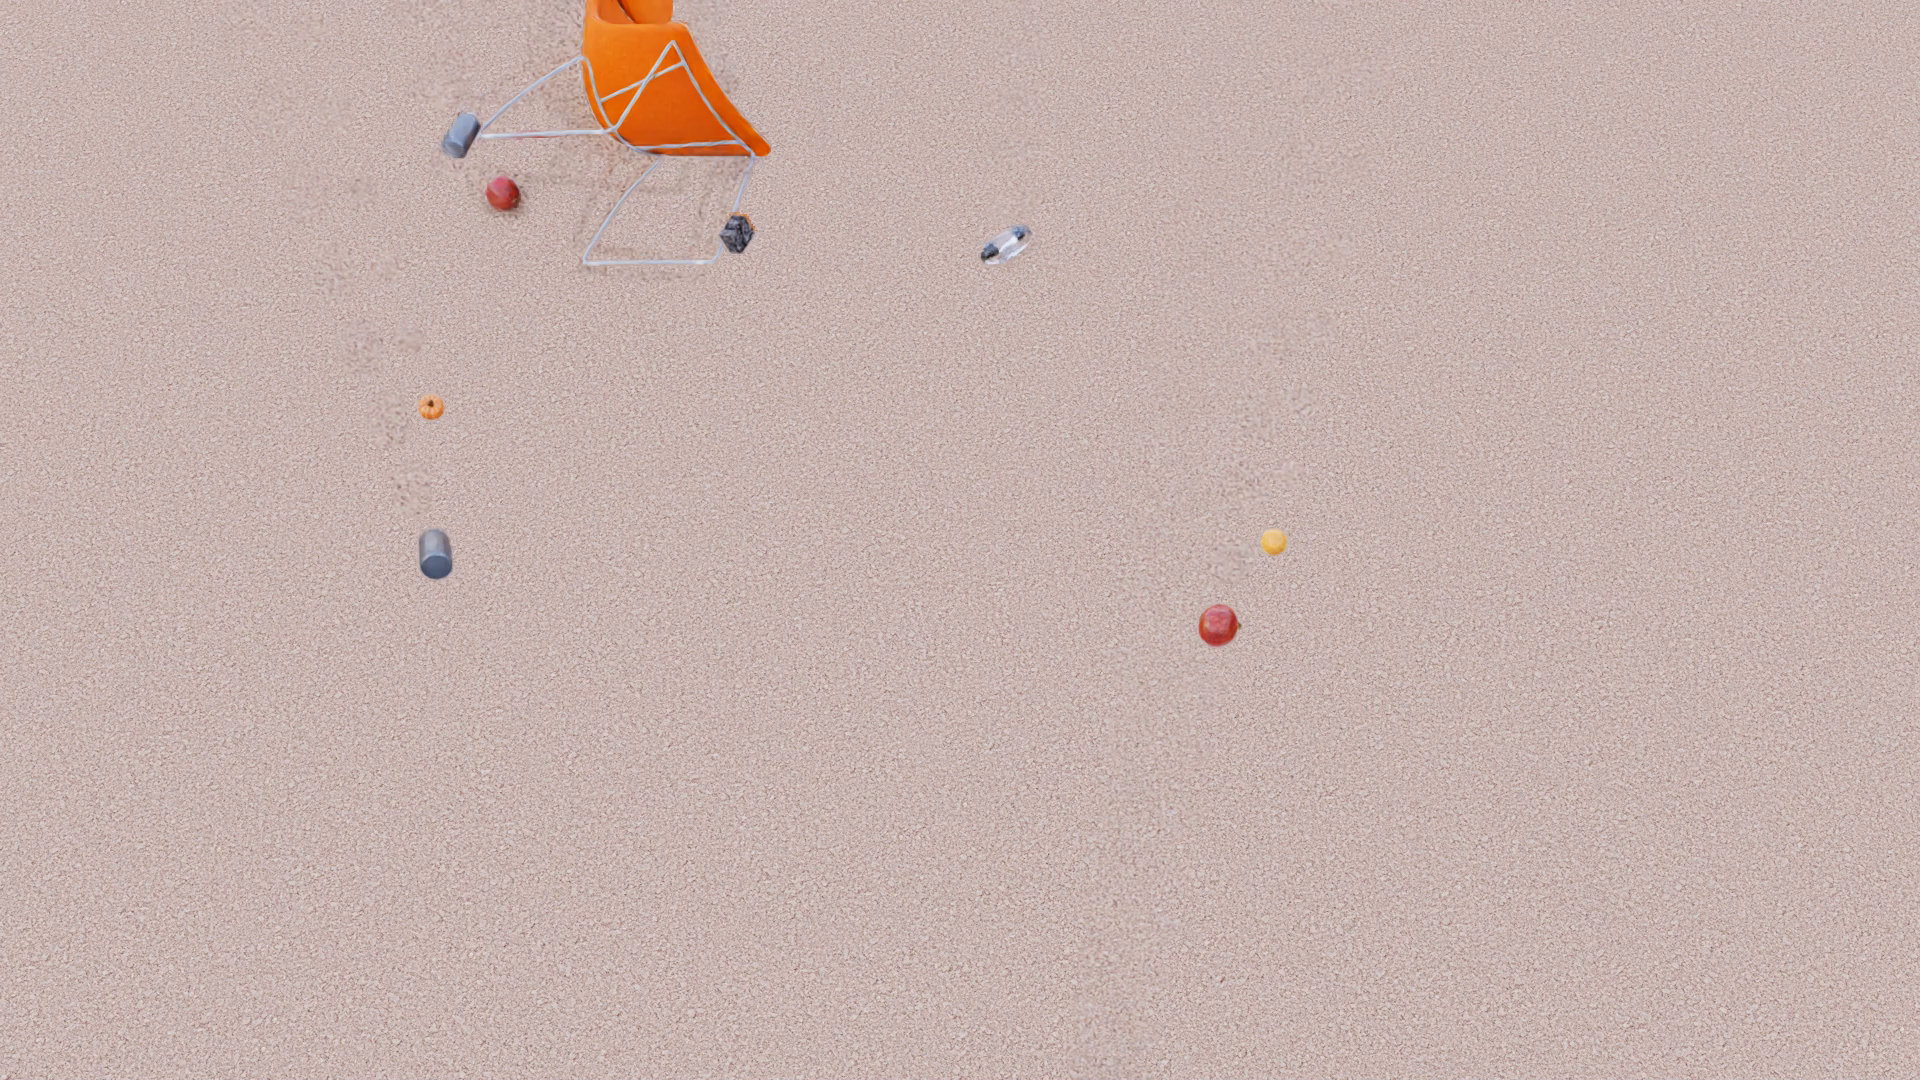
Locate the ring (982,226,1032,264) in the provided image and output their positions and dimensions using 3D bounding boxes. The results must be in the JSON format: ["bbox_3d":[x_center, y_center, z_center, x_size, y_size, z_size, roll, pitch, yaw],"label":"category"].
[{"bbox_3d":[0.152,-0.959,7.157,0.193,0.101,0.050,-31,60,-9],"label":"ring"}]

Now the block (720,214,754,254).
[{"bbox_3d":[-0.690,-0.947,6.807,0.047,0.076,0.086,11,58,34],"label":"block"}]
